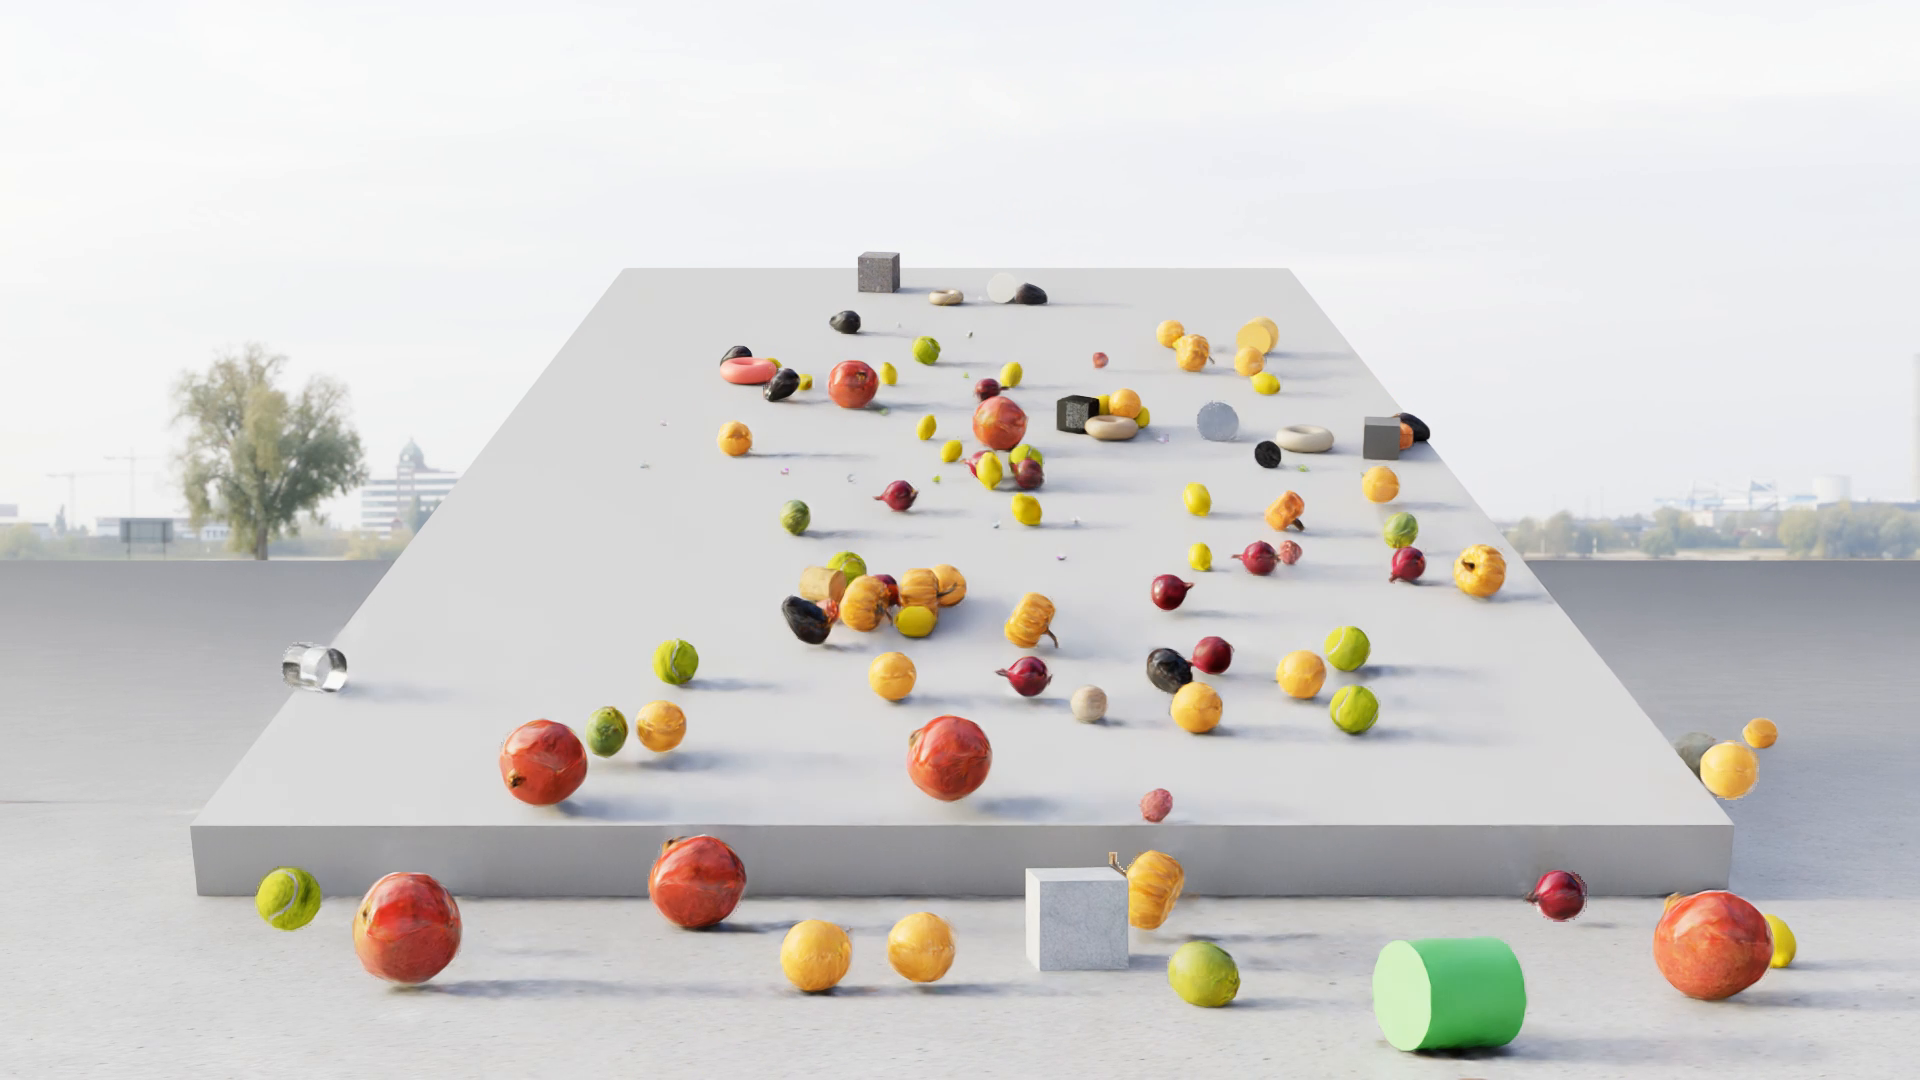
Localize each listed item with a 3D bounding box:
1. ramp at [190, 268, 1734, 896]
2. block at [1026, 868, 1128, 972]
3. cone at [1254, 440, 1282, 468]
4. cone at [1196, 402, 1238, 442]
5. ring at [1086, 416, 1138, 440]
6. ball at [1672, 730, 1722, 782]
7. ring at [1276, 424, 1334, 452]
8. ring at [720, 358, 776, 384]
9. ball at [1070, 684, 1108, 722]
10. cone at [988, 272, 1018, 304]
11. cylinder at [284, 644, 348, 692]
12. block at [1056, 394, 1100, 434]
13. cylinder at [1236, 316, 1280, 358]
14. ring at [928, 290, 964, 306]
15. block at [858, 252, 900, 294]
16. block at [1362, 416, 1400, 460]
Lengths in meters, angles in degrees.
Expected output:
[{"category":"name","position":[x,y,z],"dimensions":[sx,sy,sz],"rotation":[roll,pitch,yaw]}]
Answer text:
[{"category":"ramp","position":[-0.003,-0.177,4.806],"dimensions":[2.000,0.100,4.000],"rotation":[0,17,0]},{"category":"block","position":[0.127,0.414,2.435],"dimensions":[0.096,0.096,0.096],"rotation":[0,0,-7]},{"category":"cone","position":[0.621,-0.169,4.570],"dimensions":[0.059,0.059,0.059],"rotation":[0,-10,-15]},{"category":"cone","position":[0.548,-0.244,4.786],"dimensions":[0.089,0.089,0.089],"rotation":[0,-9,0]},{"category":"ring","position":[0.326,-0.241,4.780],"dimensions":[0.115,0.038,0.115],"rotation":[2,15,-1]},{"category":"ball","position":[1.443,0.424,4.365],"dimensions":[0.100,0.100,0.100],"rotation":[0,0,0]},{"category":"ring","position":[0.727,-0.214,4.690],"dimensions":[0.122,0.041,0.122],"rotation":[0,16,0]},{"category":"ring","position":[-0.502,-0.402,5.283],"dimensions":[0.135,0.045,0.135],"rotation":[1,17,0]},{"category":"ball","position":[0.187,0.236,3.218],"dimensions":[0.054,0.054,0.054],"rotation":[0,0,0]},{"category":"cone","position":[0.134,-0.692,6.225],"dimensions":[0.089,0.089,0.089],"rotation":[0,-11,21]},{"category":"cylinder","position":[-0.964,0.192,3.330],"dimensions":[0.066,0.066,0.066],"rotation":[-7,-4,33]},{"category":"block","position":[0.256,-0.273,4.832],"dimensions":[0.067,0.067,0.067],"rotation":[12,21,34]},{"category":"cylinder","position":[0.742,-0.506,5.550],"dimensions":[0.087,0.087,0.087],"rotation":[0,16,22]},{"category":"ring","position":[-0.038,-0.673,6.177],"dimensions":[0.098,0.033,0.098],"rotation":[-1,17,0]},{"category":"block","position":[-0.231,-0.765,6.355],"dimensions":[0.100,0.100,0.100],"rotation":[3,18,11]},{"category":"block","position":[0.876,-0.211,4.627],"dimensions":[0.073,0.073,0.073],"rotation":[3,18,9]}]
